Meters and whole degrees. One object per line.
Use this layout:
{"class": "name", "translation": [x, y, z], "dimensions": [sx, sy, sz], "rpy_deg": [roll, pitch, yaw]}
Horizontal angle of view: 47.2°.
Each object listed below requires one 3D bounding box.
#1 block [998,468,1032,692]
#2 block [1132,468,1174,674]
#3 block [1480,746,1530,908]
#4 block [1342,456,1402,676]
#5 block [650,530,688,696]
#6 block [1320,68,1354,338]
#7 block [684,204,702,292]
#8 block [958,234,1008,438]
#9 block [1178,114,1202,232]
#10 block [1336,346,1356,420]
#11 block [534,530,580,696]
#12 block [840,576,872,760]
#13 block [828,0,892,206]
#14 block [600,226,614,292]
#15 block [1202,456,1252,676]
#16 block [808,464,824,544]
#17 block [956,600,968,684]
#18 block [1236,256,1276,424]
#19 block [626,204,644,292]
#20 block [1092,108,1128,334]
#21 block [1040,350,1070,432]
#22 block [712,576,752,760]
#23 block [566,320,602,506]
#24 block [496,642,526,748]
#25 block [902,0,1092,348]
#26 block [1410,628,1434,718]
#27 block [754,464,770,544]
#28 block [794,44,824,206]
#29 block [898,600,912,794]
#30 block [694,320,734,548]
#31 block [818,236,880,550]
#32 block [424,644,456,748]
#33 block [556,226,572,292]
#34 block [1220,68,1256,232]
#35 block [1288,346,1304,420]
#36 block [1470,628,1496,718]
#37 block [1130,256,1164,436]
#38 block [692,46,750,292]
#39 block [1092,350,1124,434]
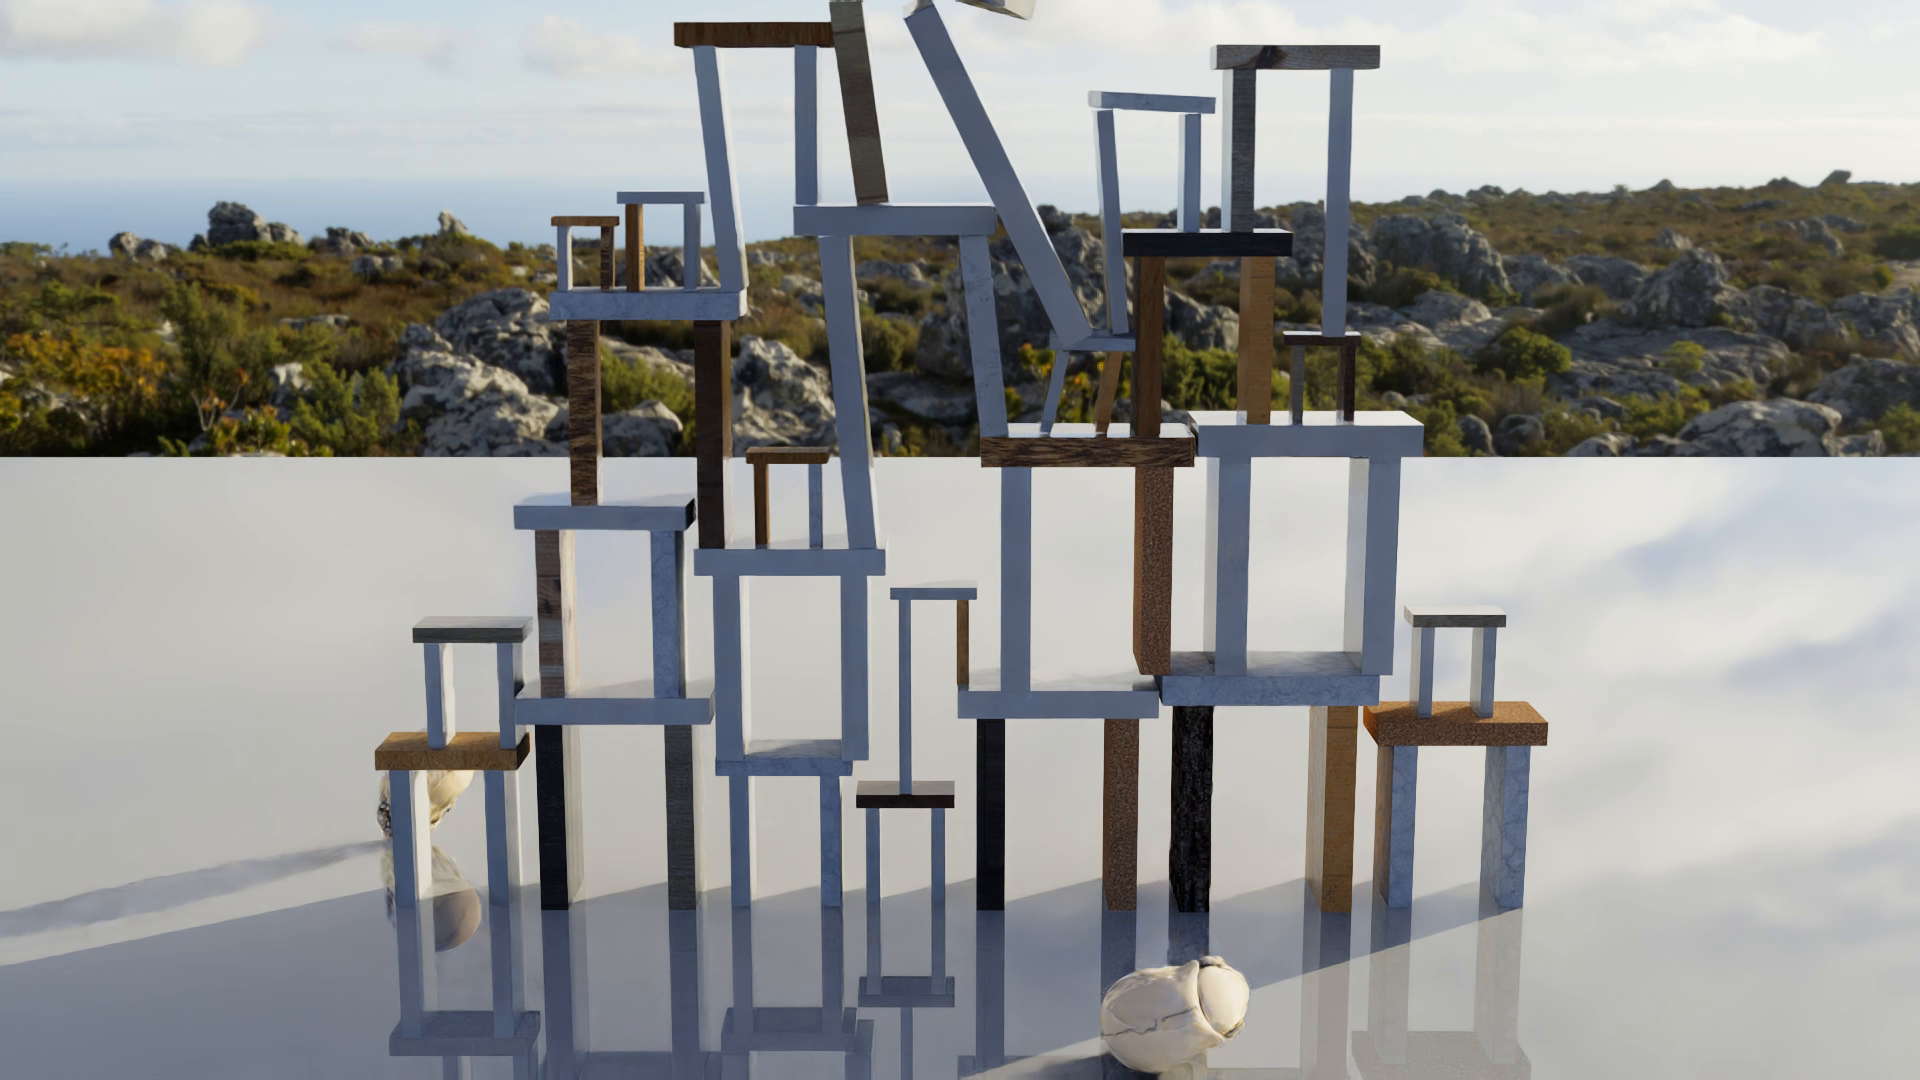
{"class": "block", "translation": [0.089, 0.049, 3.571], "dimensions": [0.048, 0.362, 0.168], "rpy_deg": [0, 11, 0]}
{"class": "block", "translation": [0.313, 0.035, 3.569], "dimensions": [0.048, 0.336, 0.168], "rpy_deg": [0, 10, 0]}
{"class": "block", "translation": [0.904, 0.455, 3.647], "dimensions": [0.039, 0.274, 0.137], "rpy_deg": [0, 11, 0]}
{"class": "block", "translation": [0.667, 0.027, 3.569], "dimensions": [0.050, 0.353, 0.176], "rpy_deg": [0, 11, 0]}
{"class": "block", "translation": [-0.472, 0.105, 3.579], "dimensions": [0.039, 0.274, 0.137], "rpy_deg": [0, 10, 0]}
{"class": "block", "translation": [0.591, -0.529, 3.451], "dimensions": [0.035, 0.410, 0.124], "rpy_deg": [1, 11, 8]}
{"class": "block", "translation": [-0.423, -0.463, 3.475], "dimensions": [0.019, 0.136, 0.068], "rpy_deg": [1, 11, 0]}
{"class": "block", "translation": [0.037, -0.330, 3.497], "dimensions": [0.044, 0.312, 0.156], "rpy_deg": [-6, 10, 1]}
{"class": "block", "translation": [0.359, -0.576, 3.448], "dimensions": [0.026, 0.181, 0.090], "rpy_deg": [0, 11, 0]}
{"class": "block", "translation": [0.616, -0.253, 3.509], "dimensions": [0.017, 0.120, 0.060], "rpy_deg": [-1, 11, -2]}
{"class": "block", "translation": [-0.655, 0.105, 3.579], "dimensions": [0.039, 0.274, 0.137], "rpy_deg": [0, 10, 0]}
{"class": "block", "translation": [-0.169, 0.193, 3.592], "dimensions": [0.043, 0.304, 0.152], "rpy_deg": [0, 11, 0]}
{"class": "block", "translation": [-0.156, -0.702, 3.425], "dimensions": [0.050, 0.350, 0.175], "rpy_deg": [-7, 10, 2]}
{"class": "block", "translation": [-0.557, -0.446, 3.476], "dimensions": [0.014, 0.101, 0.050], "rpy_deg": [2, 10, -1]}
{"class": "block", "translation": [0.432, 0.027, 3.569], "dimensions": [0.050, 0.353, 0.176], "rpy_deg": [0, 11, 0]}
{"class": "block", "translation": [-0.233, -0.063, 3.544], "dimensions": [0.018, 0.130, 0.065], "rpy_deg": [0, 11, 0]}
{"class": "block", "translation": [0.004, 0.159, 3.586], "dimensions": [0.020, 0.140, 0.070], "rpy_deg": [0, 11, 0]}
{"class": "block", "translation": [0.470, -0.323, 3.498], "dimensions": [0.037, 0.261, 0.130], "rpy_deg": [0, 11, 0]}
{"class": "block", "translation": [-0.514, -0.463, 3.474], "dimensions": [0.019, 0.136, 0.068], "rpy_deg": [1, 11, 0]}
{"class": "block", "translation": [0.235, -0.500, 3.441], "dimensions": [0.026, 0.344, 0.090], "rpy_deg": [-5, 12, 0]}
{"class": "block", "translation": [0.151, -0.245, 3.504], "dimensions": [0.019, 0.135, 0.068], "rpy_deg": [12, 19, -1]}
{"class": "block", "translation": [-0.372, 0.193, 3.592], "dimensions": [0.043, 0.304, 0.152], "rpy_deg": [0, 11, 0]}
{"class": "block", "translation": [-0.599, -0.211, 3.519], "dimensions": [0.041, 0.292, 0.146], "rpy_deg": [-1, 11, -6]}
{"class": "block", "translation": [-0.735, 0.245, 3.604], "dimensions": [0.025, 0.176, 0.088], "rpy_deg": [0, 11, 0]}
{"class": "block", "translation": [0.058, -0.567, 3.376], "dimensions": [0.050, 0.553, 0.175], "rpy_deg": [-25, 18, 7]}
{"class": "block", "translation": [0.756, 0.208, 3.602], "dimensions": [0.021, 0.150, 0.075], "rpy_deg": [0, 11, 0]}
{"class": "block", "translation": [-0.319, -0.063, 3.544], "dimensions": [0.018, 0.130, 0.065], "rpy_deg": [0, 11, 0]}
{"class": "block", "translation": [-0.236, -0.649, 3.444], "dimensions": [0.034, 0.243, 0.122], "rpy_deg": [0, 11, 1]}
{"class": "block", "translation": [-0.089, 0.250, 3.603], "dimensions": [0.020, 0.325, 0.070], "rpy_deg": [0, 11, 0]}
{"class": "block", "translation": [-0.394, -0.178, 3.529], "dimensions": [0.041, 0.361, 0.146], "rpy_deg": [0, 11, 0]}
{"class": "block", "translation": [-0.175, -0.242, 3.513], "dimensions": [0.044, 0.491, 0.156], "rpy_deg": [-5, 10, 1]}
{"class": "block", "translation": [-0.852, 0.245, 3.604], "dimensions": [0.025, 0.176, 0.088], "rpy_deg": [0, 11, 0]}
{"class": "block", "translation": [-0.625, -0.446, 3.474], "dimensions": [0.014, 0.101, 0.050], "rpy_deg": [1, 11, -1]}
{"class": "block", "translation": [0.435, -0.610, 3.443], "dimensions": [0.035, 0.248, 0.124], "rpy_deg": [-1, 11, -1]}
{"class": "block", "translation": [0.537, -0.253, 3.510], "dimensions": [0.017, 0.120, 0.060], "rpy_deg": [1, 11, 3]}
{"class": "block", "translation": [0.857, 0.208, 3.602], "dimensions": [0.021, 0.150, 0.075], "rpy_deg": [0, 11, 0]}
{"class": "block", "translation": [0.297, -0.313, 3.500], "dimensions": [0.037, 0.281, 0.131], "rpy_deg": [0, 11, -1]}
{"class": "block", "translation": [-0.375, -0.582, 3.457], "dimensions": [0.034, 0.376, 0.121], "rpy_deg": [-6, 11, 0]}
{"class": "block", "translation": [0.236, -0.245, 3.506], "dimensions": [0.019, 0.135, 0.067], "rpy_deg": [9, 18, -4]}
